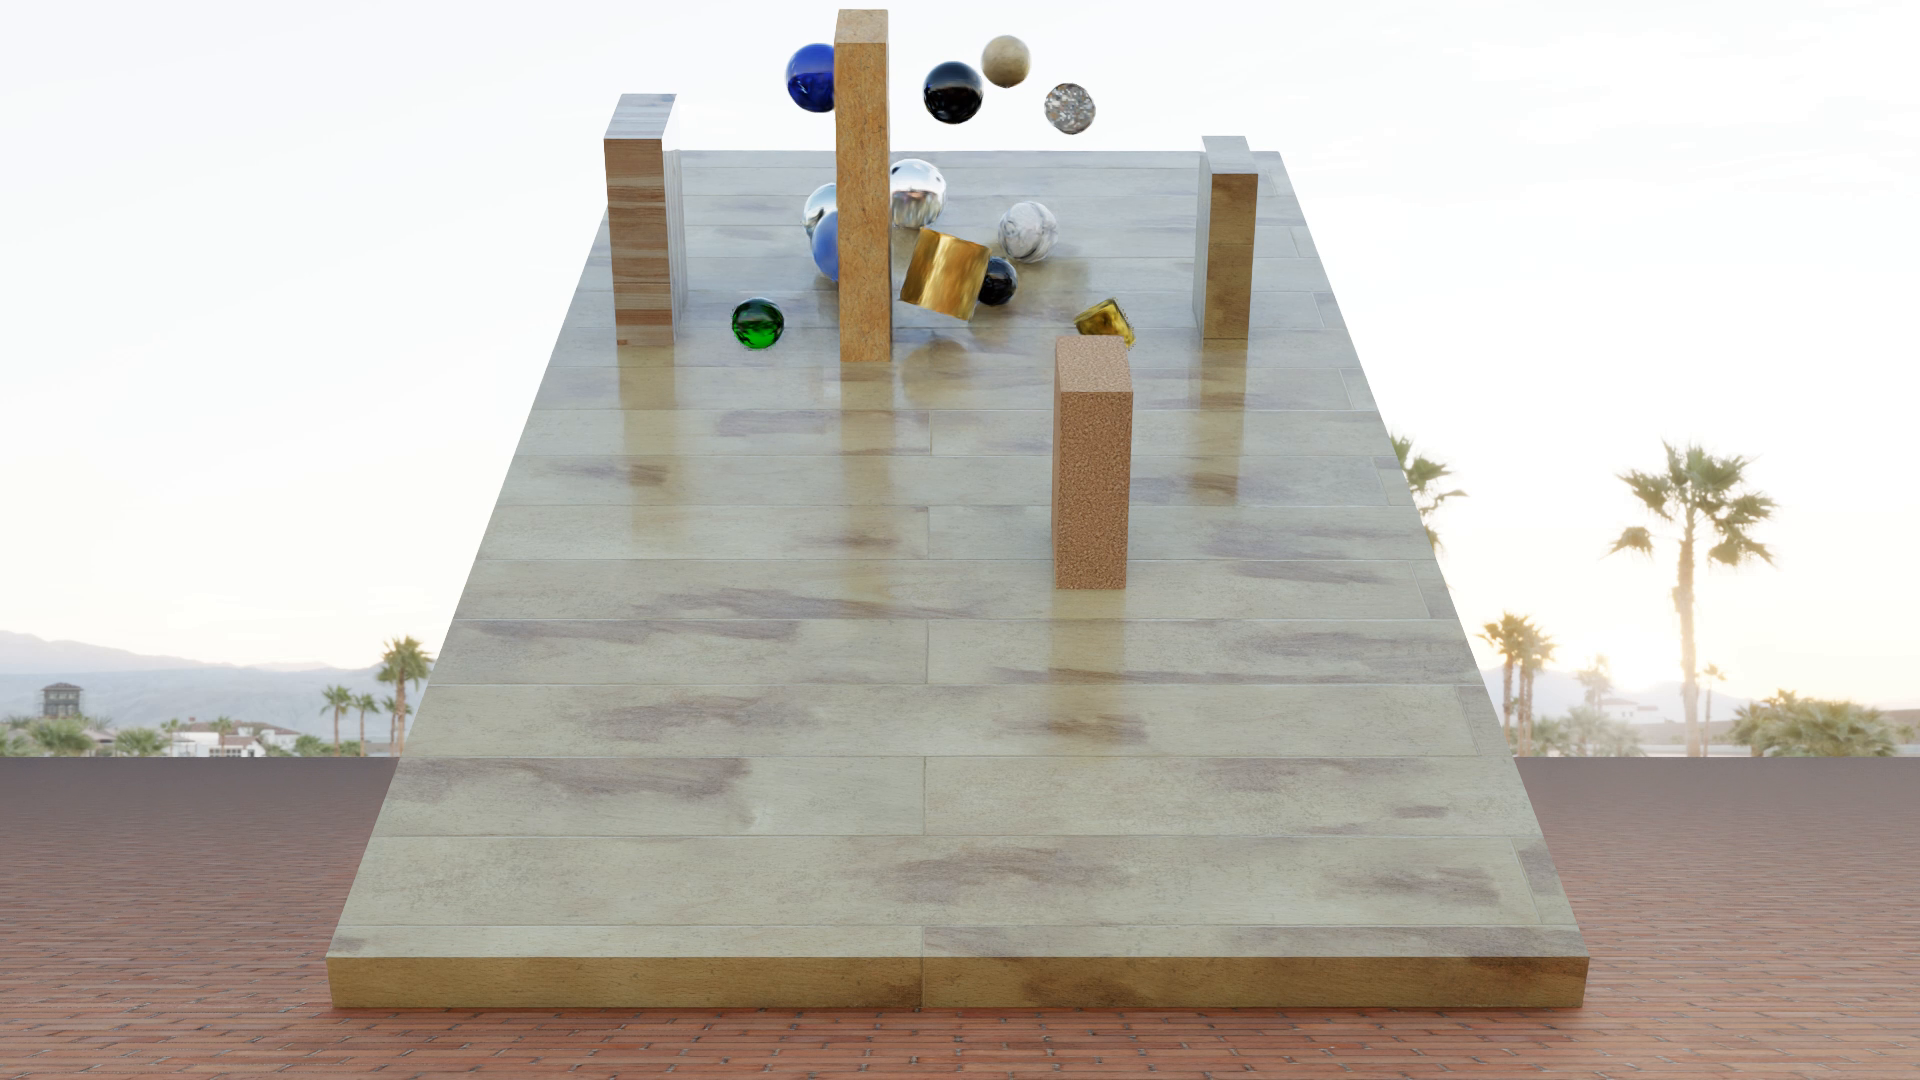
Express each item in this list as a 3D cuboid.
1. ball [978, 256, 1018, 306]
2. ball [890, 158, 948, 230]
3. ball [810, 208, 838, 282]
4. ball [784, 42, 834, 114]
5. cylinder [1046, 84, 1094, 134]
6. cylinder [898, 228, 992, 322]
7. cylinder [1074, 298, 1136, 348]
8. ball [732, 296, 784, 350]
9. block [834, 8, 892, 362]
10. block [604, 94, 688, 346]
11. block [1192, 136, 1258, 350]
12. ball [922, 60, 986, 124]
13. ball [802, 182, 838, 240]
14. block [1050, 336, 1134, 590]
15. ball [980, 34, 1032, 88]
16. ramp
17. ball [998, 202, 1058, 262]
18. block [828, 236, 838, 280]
[{"bbox_3d":[0.087,-0.670,6.167,0.128,0.128,0.128,0,-5,0],"label":"ball"},{"bbox_3d":[-0.134,-0.968,6.663,0.195,0.195,0.195,0,-5,0],"label":"ball"},{"bbox_3d":[-0.285,-0.760,6.135,0.198,0.198,0.198,0,-5,0],"label":"ball"},{"bbox_3d":[-0.397,-1.304,6.718,0.199,0.199,0.199,0,-5,0],"label":"ball"},{"bbox_3d":[0.316,-1.233,6.813,0.137,0.137,0.137,0,8,5],"label":"cylinder"},{"bbox_3d":[-0.036,-0.662,5.942,0.189,0.189,0.189,17,5,-2],"label":"cylinder"},{"bbox_3d":[0.339,-0.491,5.577,0.109,0.109,0.109,-29,13,7],"label":"cylinder"},{"bbox_3d":[-0.502,-0.539,5.910,0.130,0.130,0.130,0,-5,0],"label":"ball"},{"bbox_3d":[-0.233,-0.861,5.806,0.121,0.799,0.292,0,28,0],"label":"block"},{"bbox_3d":[-0.786,-0.809,5.986,0.141,0.536,0.366,0,28,0],"label":"block"},{"bbox_3d":[0.660,-0.745,5.955,0.111,0.460,0.293,0,28,0],"label":"block"},{"bbox_3d":[-0.019,-1.249,6.644,0.178,0.178,0.178,0,-5,0],"label":"ball"},{"bbox_3d":[-0.331,-0.868,6.414,0.187,0.187,0.187,0,-5,0],"label":"ball"},{"bbox_3d":[0.266,-0.159,4.857,0.141,0.439,0.281,0,28,0],"label":"block"},{"bbox_3d":[0.137,-1.421,7.068,0.157,0.157,0.157,0,-5,0],"label":"ball"},{"bbox_3d":[-0.011,-0.224,5.560,2.000,0.100,4.000,0,28,0],"label":"ramp"},{"bbox_3d":[0.184,-0.833,6.440,0.164,0.164,0.164,0,-5,0],"label":"ball"},{"bbox_3d":[-0.280,-0.751,6.298,0.112,0.112,0.112,-7,5,-14],"label":"block"}]
